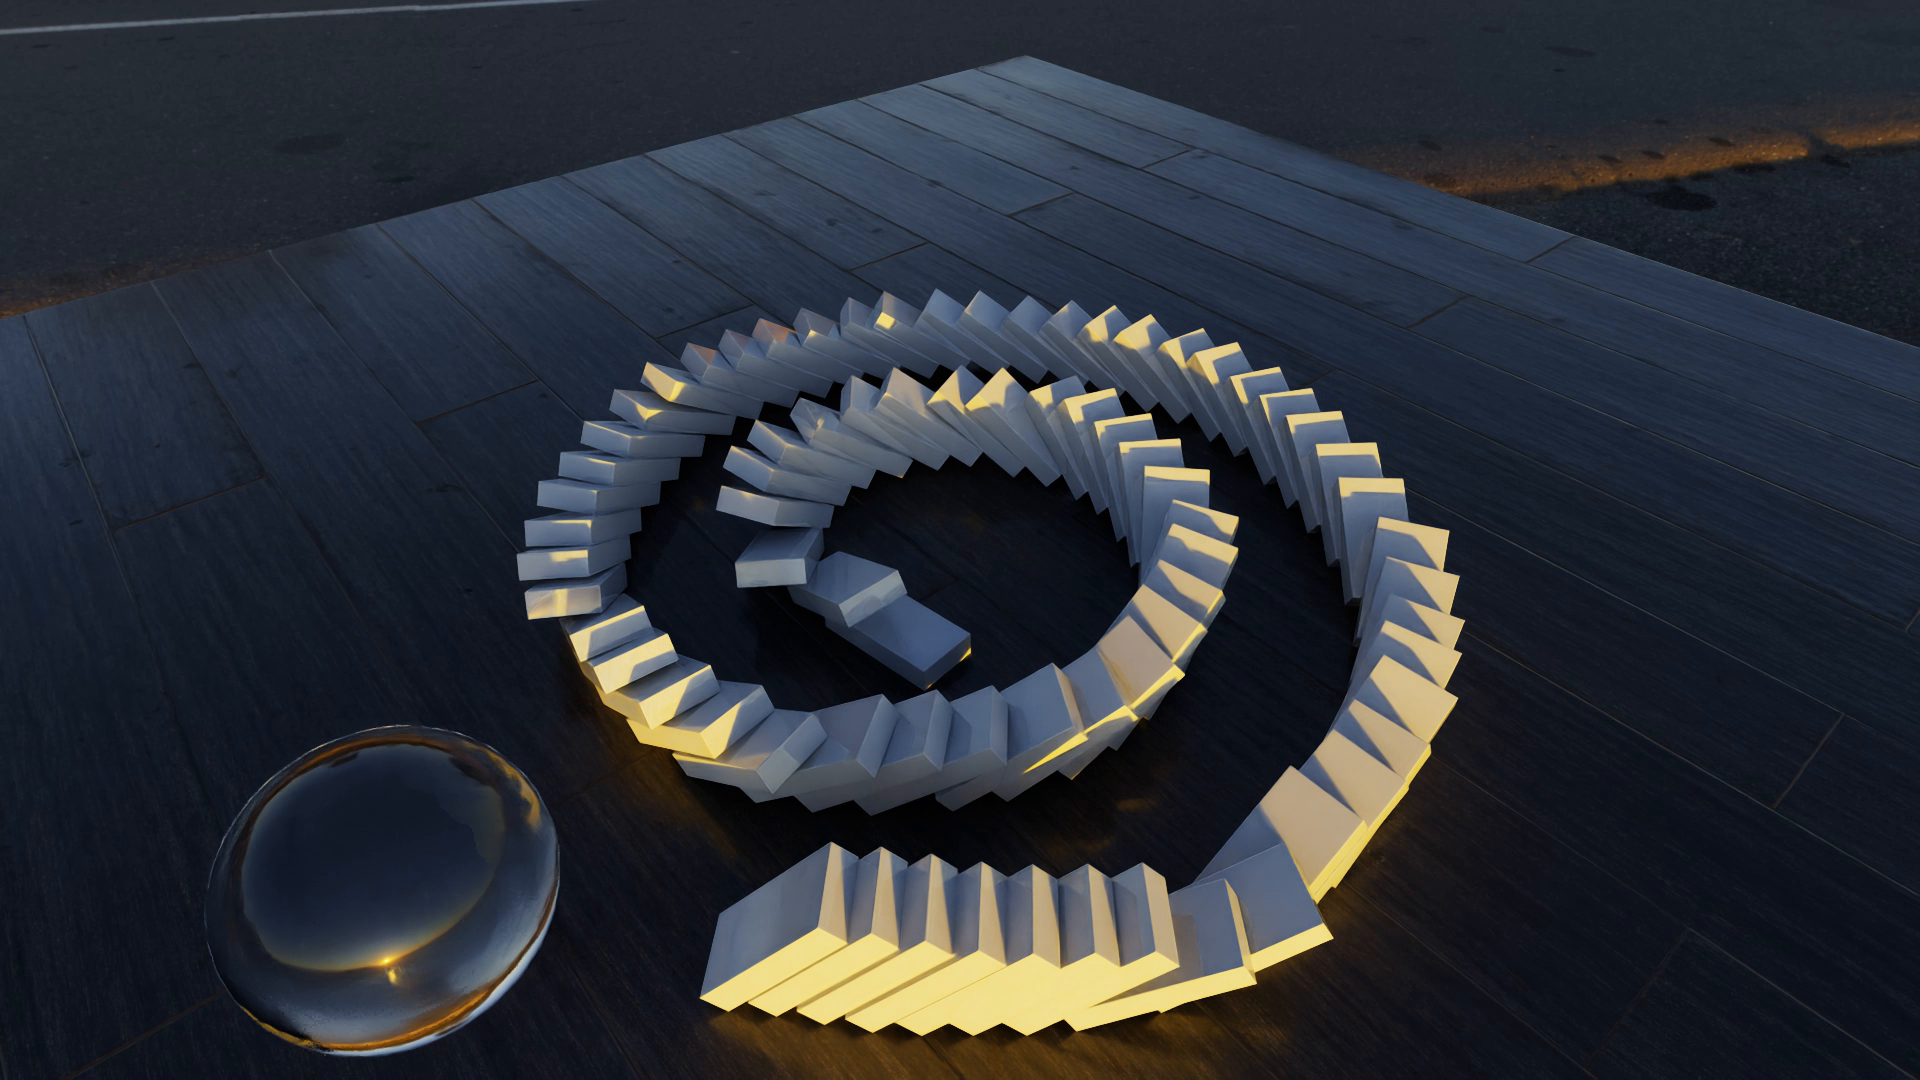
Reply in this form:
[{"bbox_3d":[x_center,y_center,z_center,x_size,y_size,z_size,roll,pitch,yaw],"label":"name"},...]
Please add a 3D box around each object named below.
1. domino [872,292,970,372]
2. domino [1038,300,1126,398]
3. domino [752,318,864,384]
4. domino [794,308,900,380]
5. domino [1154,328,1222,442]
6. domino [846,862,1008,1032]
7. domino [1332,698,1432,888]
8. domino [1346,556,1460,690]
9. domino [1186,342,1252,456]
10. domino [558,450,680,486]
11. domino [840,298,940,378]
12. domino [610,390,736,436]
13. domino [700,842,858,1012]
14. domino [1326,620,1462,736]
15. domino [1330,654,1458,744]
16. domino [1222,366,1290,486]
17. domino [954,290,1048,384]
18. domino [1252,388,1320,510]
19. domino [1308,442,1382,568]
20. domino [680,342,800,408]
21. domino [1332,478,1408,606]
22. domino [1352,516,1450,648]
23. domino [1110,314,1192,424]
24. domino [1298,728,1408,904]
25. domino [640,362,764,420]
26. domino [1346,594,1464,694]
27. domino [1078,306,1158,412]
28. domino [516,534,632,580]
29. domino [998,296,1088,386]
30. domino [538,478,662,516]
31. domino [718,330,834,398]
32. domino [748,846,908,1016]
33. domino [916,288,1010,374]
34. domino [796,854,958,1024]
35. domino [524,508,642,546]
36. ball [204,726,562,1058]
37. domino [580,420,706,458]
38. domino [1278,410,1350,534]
[{"bbox_3d":[-0.019,-0.103,0.548,0.050,0.009,0.025,26,32,-19],"label":"domino"},{"bbox_3d":[0.065,-0.092,0.537,0.050,0.010,0.025,43,49,2],"label":"domino"},{"bbox_3d":[-0.074,-0.090,0.533,0.050,0.010,0.025,15,25,-36],"label":"domino"},{"bbox_3d":[-0.055,-0.095,0.540,0.050,0.010,0.025,18,28,-31],"label":"domino"},{"bbox_3d":[0.115,-0.073,0.513,0.025,0.010,0.050,-23,76,-26],"label":"domino"},{"bbox_3d":[-0.009,0.107,0.287,0.009,0.050,0.025,37,32,-24],"label":"domino"},{"bbox_3d":[0.116,0.076,0.331,0.025,0.009,0.050,34,81,34],"label":"domino"},{"bbox_3d":[0.156,0.033,0.388,0.025,0.010,0.050,17,68,20],"label":"domino"},{"bbox_3d":[0.126,-0.065,0.502,0.025,0.009,0.050,-17,73,-24],"label":"domino"},{"bbox_3d":[-0.142,-0.031,0.462,0.025,0.010,0.050,12,10,15],"label":"domino"},{"bbox_3d":[-0.035,-0.100,0.547,0.050,0.009,0.025,22,33,-23],"label":"domino"},{"bbox_3d":[-0.129,-0.057,0.495,0.025,0.009,0.050,29,19,31],"label":"domino"},{"bbox_3d":[-0.048,0.103,0.292,0.009,0.050,0.025,37,32,-24],"label":"domino"},{"bbox_3d":[0.139,0.054,0.357,0.025,0.009,0.050,26,78,25],"label":"domino"},{"bbox_3d":[0.130,0.064,0.345,0.025,0.009,0.050,33,81,27],"label":"domino"},{"bbox_3d":[0.138,-0.051,0.487,0.025,0.009,0.050,-13,71,-15],"label":"domino"},{"bbox_3d":[0.024,-0.101,0.548,0.050,0.010,0.025,35,40,-5],"label":"domino"},{"bbox_3d":[0.146,-0.040,0.473,0.025,0.009,0.050,-9,70,-12],"label":"domino"},{"bbox_3d":[0.158,-0.014,0.443,0.025,0.010,0.050,-1,69,-3],"label":"domino"},{"bbox_3d":[-0.103,-0.077,0.517,0.050,0.009,0.025,11,25,-43],"label":"domino"},{"bbox_3d":[0.160,0.001,0.425,0.025,0.010,0.050,1,67,1],"label":"domino"},{"bbox_3d":[0.163,0.018,0.405,0.025,0.009,0.050,13,67,15],"label":"domino"},{"bbox_3d":[0.097,-0.082,0.522,0.025,0.010,0.050,-34,83,-37],"label":"domino"},{"bbox_3d":[0.104,0.083,0.321,0.050,0.010,0.025,-49,55,-5],"label":"domino"},{"bbox_3d":[-0.118,-0.068,0.505,0.025,0.010,0.050,32,16,36],"label":"domino"},{"bbox_3d":[0.148,0.045,0.371,0.025,0.010,0.050,22,71,25],"label":"domino"},{"bbox_3d":[0.082,-0.088,0.530,0.050,0.010,0.025,48,52,3],"label":"domino"},{"bbox_3d":[-0.144,0.006,0.415,0.025,0.010,0.050,-3,7,1],"label":"domino"},{"bbox_3d":[0.046,-0.097,0.543,0.050,0.009,0.025,39,46,-1],"label":"domino"},{"bbox_3d":[-0.146,-0.019,0.447,0.025,0.010,0.050,9,9,12],"label":"domino"},{"bbox_3d":[-0.088,-0.084,0.526,0.050,0.010,0.025,13,26,-40],"label":"domino"},{"bbox_3d":[-0.035,0.104,0.291,0.009,0.050,0.025,37,32,-24],"label":"domino"},{"bbox_3d":[0.004,-0.103,0.550,0.050,0.009,0.025,32,38,-9],"label":"domino"},{"bbox_3d":[-0.022,0.105,0.289,0.009,0.050,0.025,37,32,-24],"label":"domino"},{"bbox_3d":[-0.146,-0.005,0.429,0.025,0.009,0.050,-1,7,5],"label":"domino"},{"bbox_3d":[-0.144,0.088,0.281,0.080,0.080,0.080,0,39,0],"label":"ball"},{"bbox_3d":[-0.137,-0.044,0.478,0.025,0.010,0.050,18,12,21],"label":"domino"},{"bbox_3d":[0.152,-0.029,0.459,0.025,0.009,0.050,-5,69,-10],"label":"domino"}]
